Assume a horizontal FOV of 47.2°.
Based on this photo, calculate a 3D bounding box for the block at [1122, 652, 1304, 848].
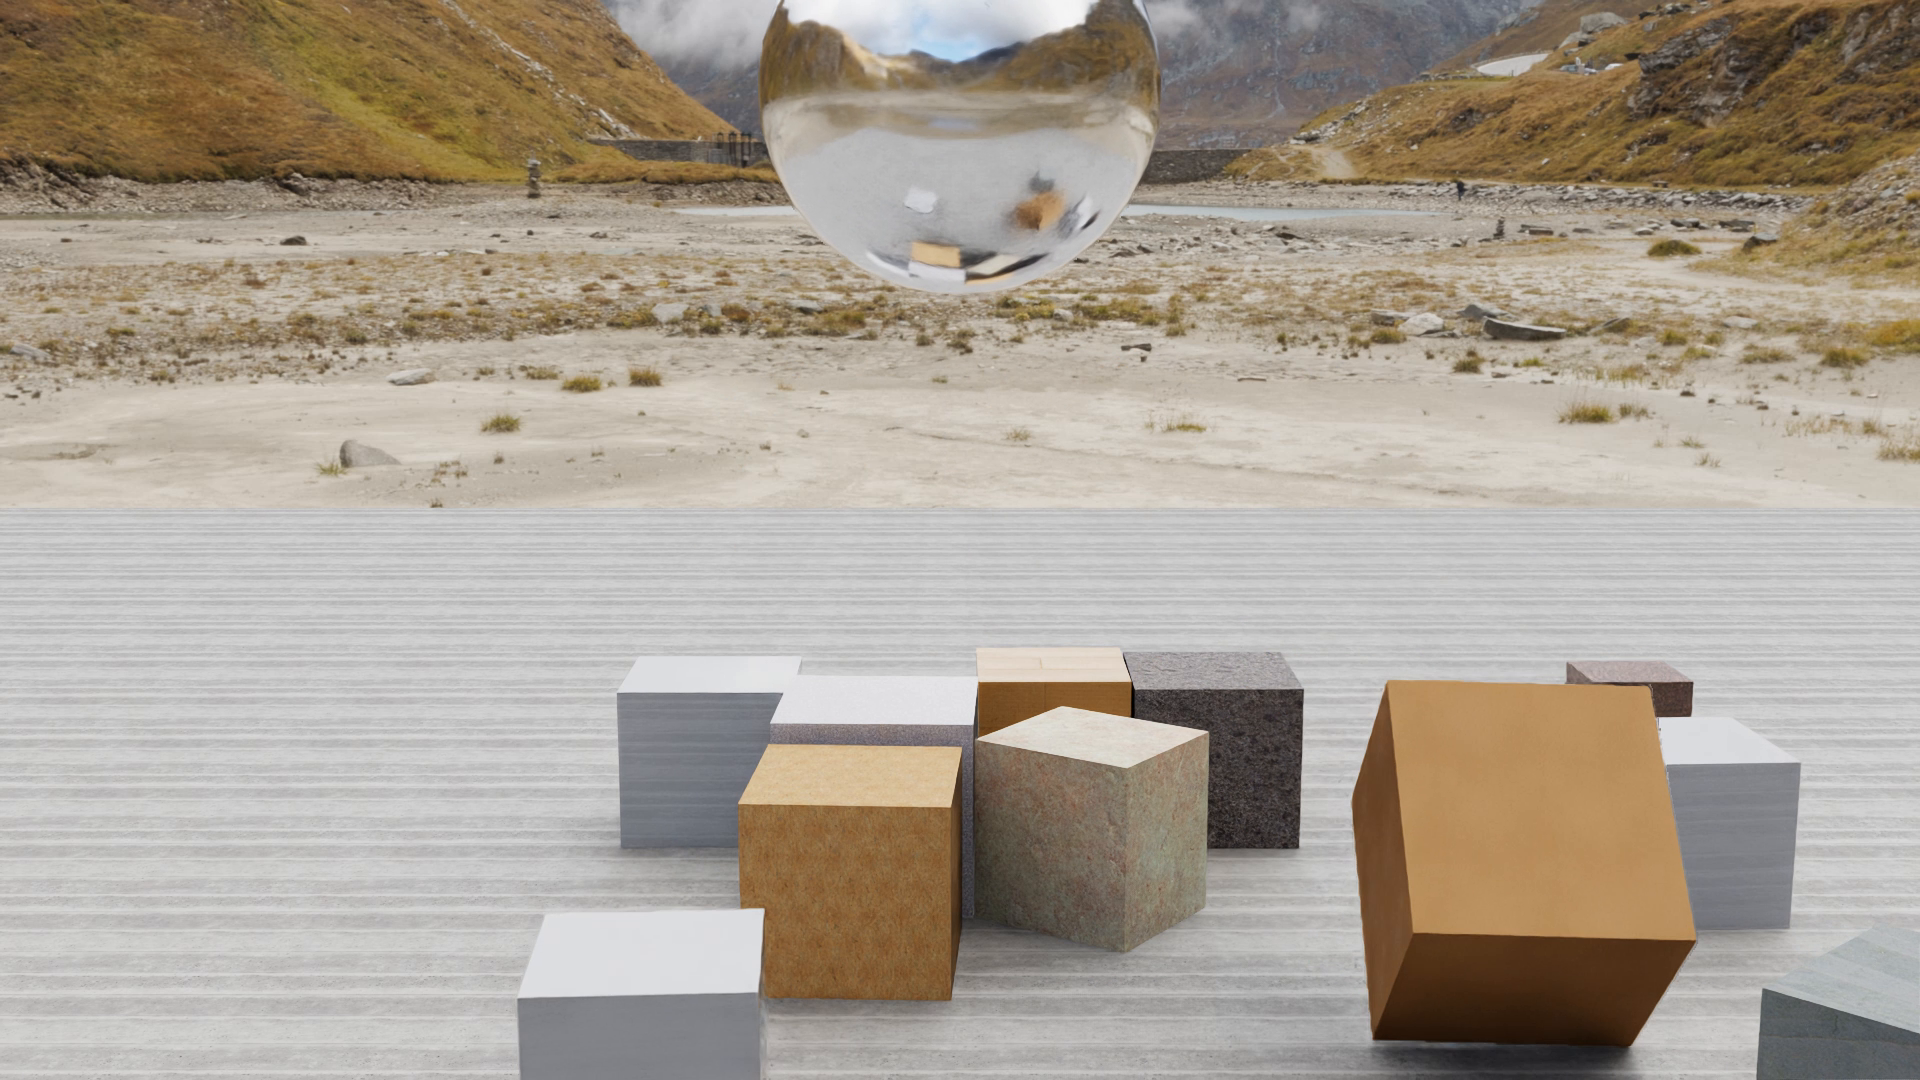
[{"bbox_3d":[1.286,1.072,11.372,0.838,0.823,0.818,0,10,0],"label":"block"}]

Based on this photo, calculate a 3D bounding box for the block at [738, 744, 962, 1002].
[{"bbox_3d":[-0.448,1.411,9.479,0.871,0.833,0.904,1,10,3],"label":"block"}]

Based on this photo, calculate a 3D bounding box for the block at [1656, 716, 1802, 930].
[{"bbox_3d":[3.343,1.304,10.221,0.760,0.777,0.789,-1,10,-3],"label":"block"}]

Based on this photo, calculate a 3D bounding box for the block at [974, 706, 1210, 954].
[{"bbox_3d":[0.603,1.301,10.060,0.799,0.841,0.729,7,13,35],"label":"block"}]

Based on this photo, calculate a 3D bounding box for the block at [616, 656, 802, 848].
[{"bbox_3d":[-1.271,1.082,11.371,0.867,0.803,0.779,0,10,0],"label":"block"}]

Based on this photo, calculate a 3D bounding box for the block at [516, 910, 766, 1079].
[{"bbox_3d":[-1.064,1.785,7.553,0.774,0.785,0.783,-1,10,-4],"label":"block"}]

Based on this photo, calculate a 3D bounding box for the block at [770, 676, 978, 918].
[{"bbox_3d":[-0.383,1.197,10.436,0.917,0.912,0.903,0,10,2],"label":"block"}]

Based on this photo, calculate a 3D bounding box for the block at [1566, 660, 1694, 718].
[{"bbox_3d":[3.761,1.015,12.411,0.557,0.563,0.493,0,10,-2],"label":"block"}]

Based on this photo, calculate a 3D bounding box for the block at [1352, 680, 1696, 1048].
[{"bbox_3d":[2.142,1.265,8.568,1.011,0.943,1.074,1,54,1],"label":"block"}]

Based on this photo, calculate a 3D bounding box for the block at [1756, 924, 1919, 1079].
[{"bbox_3d":[3.233,1.843,7.293,0.886,0.764,0.812,-10,14,-42],"label":"block"}]

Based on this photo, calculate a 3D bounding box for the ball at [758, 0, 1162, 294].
[{"bbox_3d":[0.000,-1.779,8.725,1.600,1.600,1.600,0,10,0],"label":"ball"}]

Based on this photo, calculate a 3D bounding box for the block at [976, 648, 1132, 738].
[{"bbox_3d":[0.468,1.058,11.352,0.758,0.857,0.751,0,10,-1],"label":"block"}]
